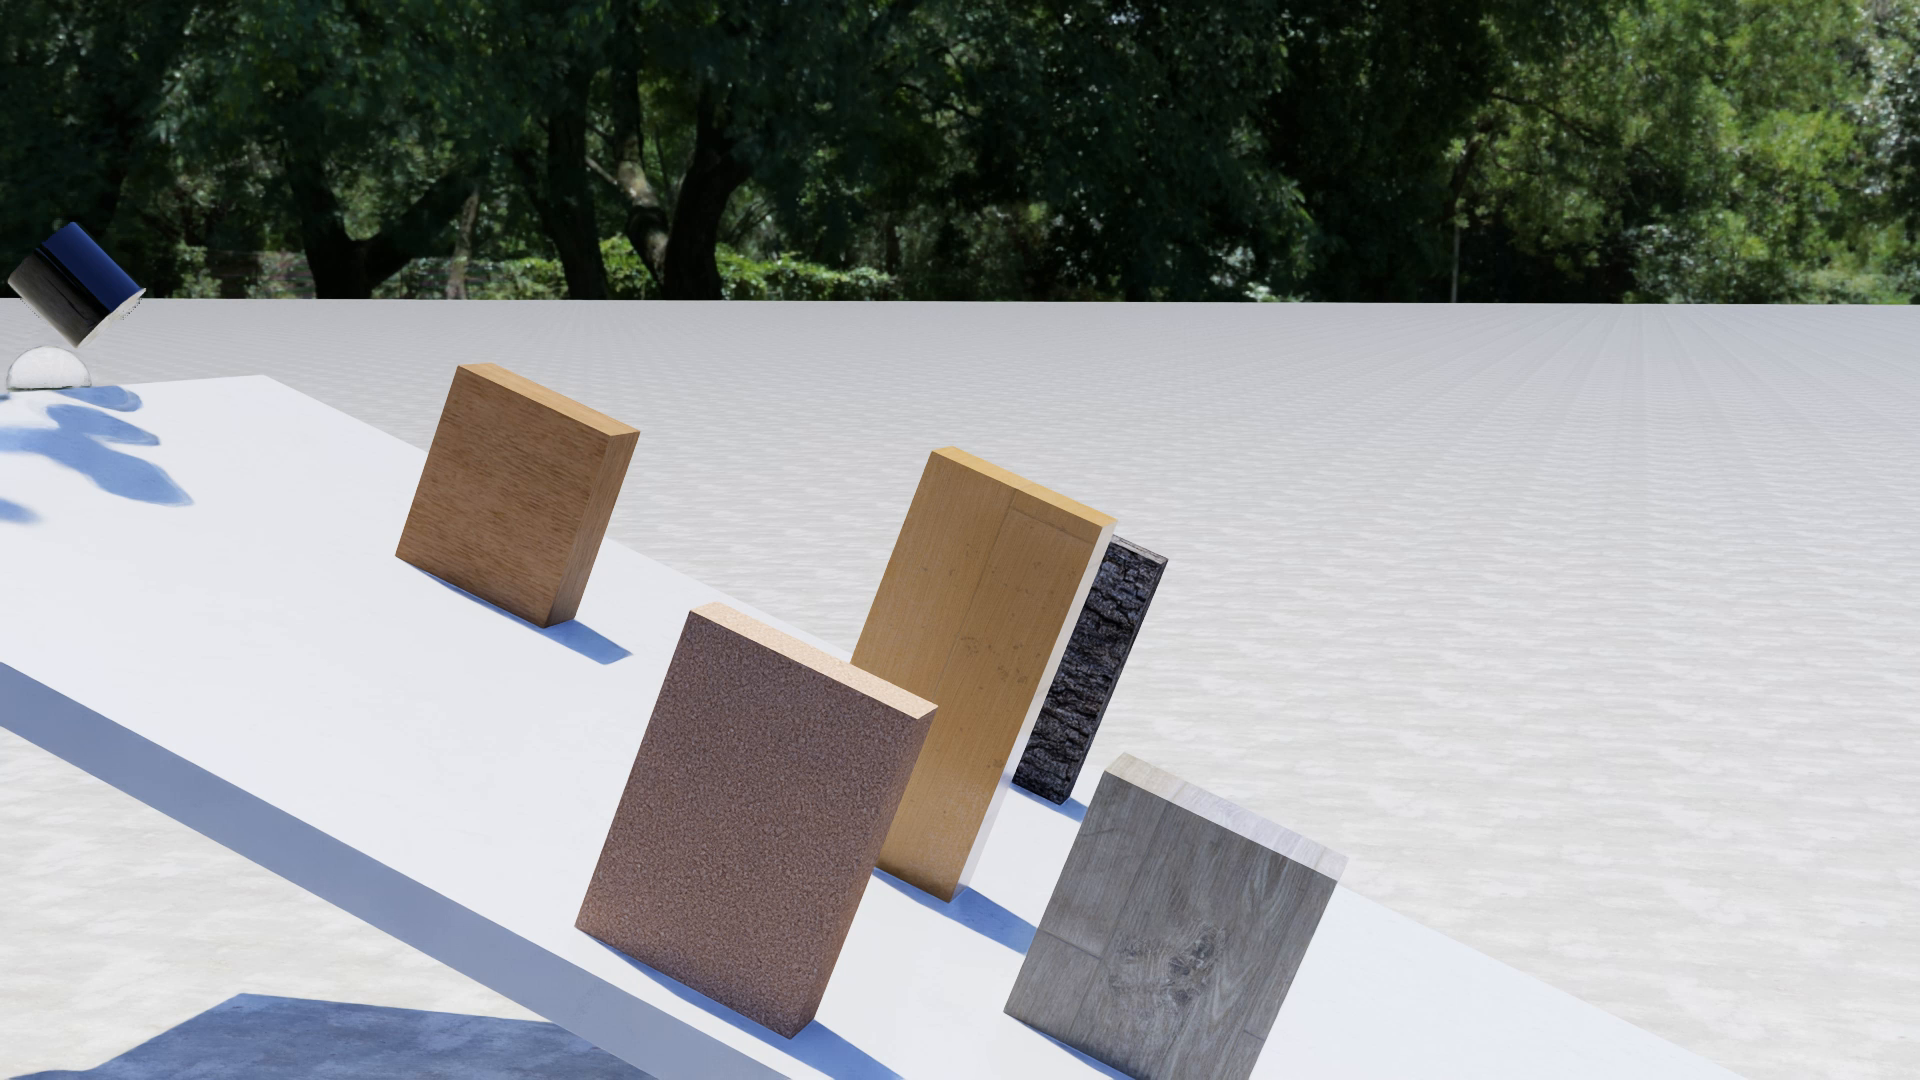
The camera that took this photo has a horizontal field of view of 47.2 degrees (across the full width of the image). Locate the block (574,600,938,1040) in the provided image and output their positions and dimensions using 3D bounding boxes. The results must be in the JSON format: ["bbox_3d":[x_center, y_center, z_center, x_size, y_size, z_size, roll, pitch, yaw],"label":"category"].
[{"bbox_3d":[-0.309,0.416,3.288,0.379,0.535,0.099,24,13,13],"label":"block"}]

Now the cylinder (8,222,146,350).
[{"bbox_3d":[-1.977,-0.569,4.923,0.204,0.204,0.204,-40,13,11],"label":"cylinder"}]

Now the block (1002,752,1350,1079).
[{"bbox_3d":[0.351,0.647,3.598,0.406,0.451,0.145,24,13,13],"label":"block"}]

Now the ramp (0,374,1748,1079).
[{"bbox_3d":[-0.308,0.547,4.195,4.000,0.100,2.000,24,13,13],"label":"ramp"}]

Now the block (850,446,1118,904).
[{"bbox_3d":[-0.017,0.243,3.990,0.336,0.749,0.121,24,13,13],"label":"block"}]

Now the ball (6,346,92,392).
[{"bbox_3d":[-2.059,-0.350,4.970,0.178,0.178,0.178,0,7,0],"label":"ball"}]

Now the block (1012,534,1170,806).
[{"bbox_3d":[0.196,0.244,4.733,0.302,0.573,0.087,24,13,13],"label":"block"}]

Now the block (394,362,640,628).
[{"bbox_3d":[-0.931,-0.097,4.622,0.372,0.436,0.142,24,13,13],"label":"block"}]
